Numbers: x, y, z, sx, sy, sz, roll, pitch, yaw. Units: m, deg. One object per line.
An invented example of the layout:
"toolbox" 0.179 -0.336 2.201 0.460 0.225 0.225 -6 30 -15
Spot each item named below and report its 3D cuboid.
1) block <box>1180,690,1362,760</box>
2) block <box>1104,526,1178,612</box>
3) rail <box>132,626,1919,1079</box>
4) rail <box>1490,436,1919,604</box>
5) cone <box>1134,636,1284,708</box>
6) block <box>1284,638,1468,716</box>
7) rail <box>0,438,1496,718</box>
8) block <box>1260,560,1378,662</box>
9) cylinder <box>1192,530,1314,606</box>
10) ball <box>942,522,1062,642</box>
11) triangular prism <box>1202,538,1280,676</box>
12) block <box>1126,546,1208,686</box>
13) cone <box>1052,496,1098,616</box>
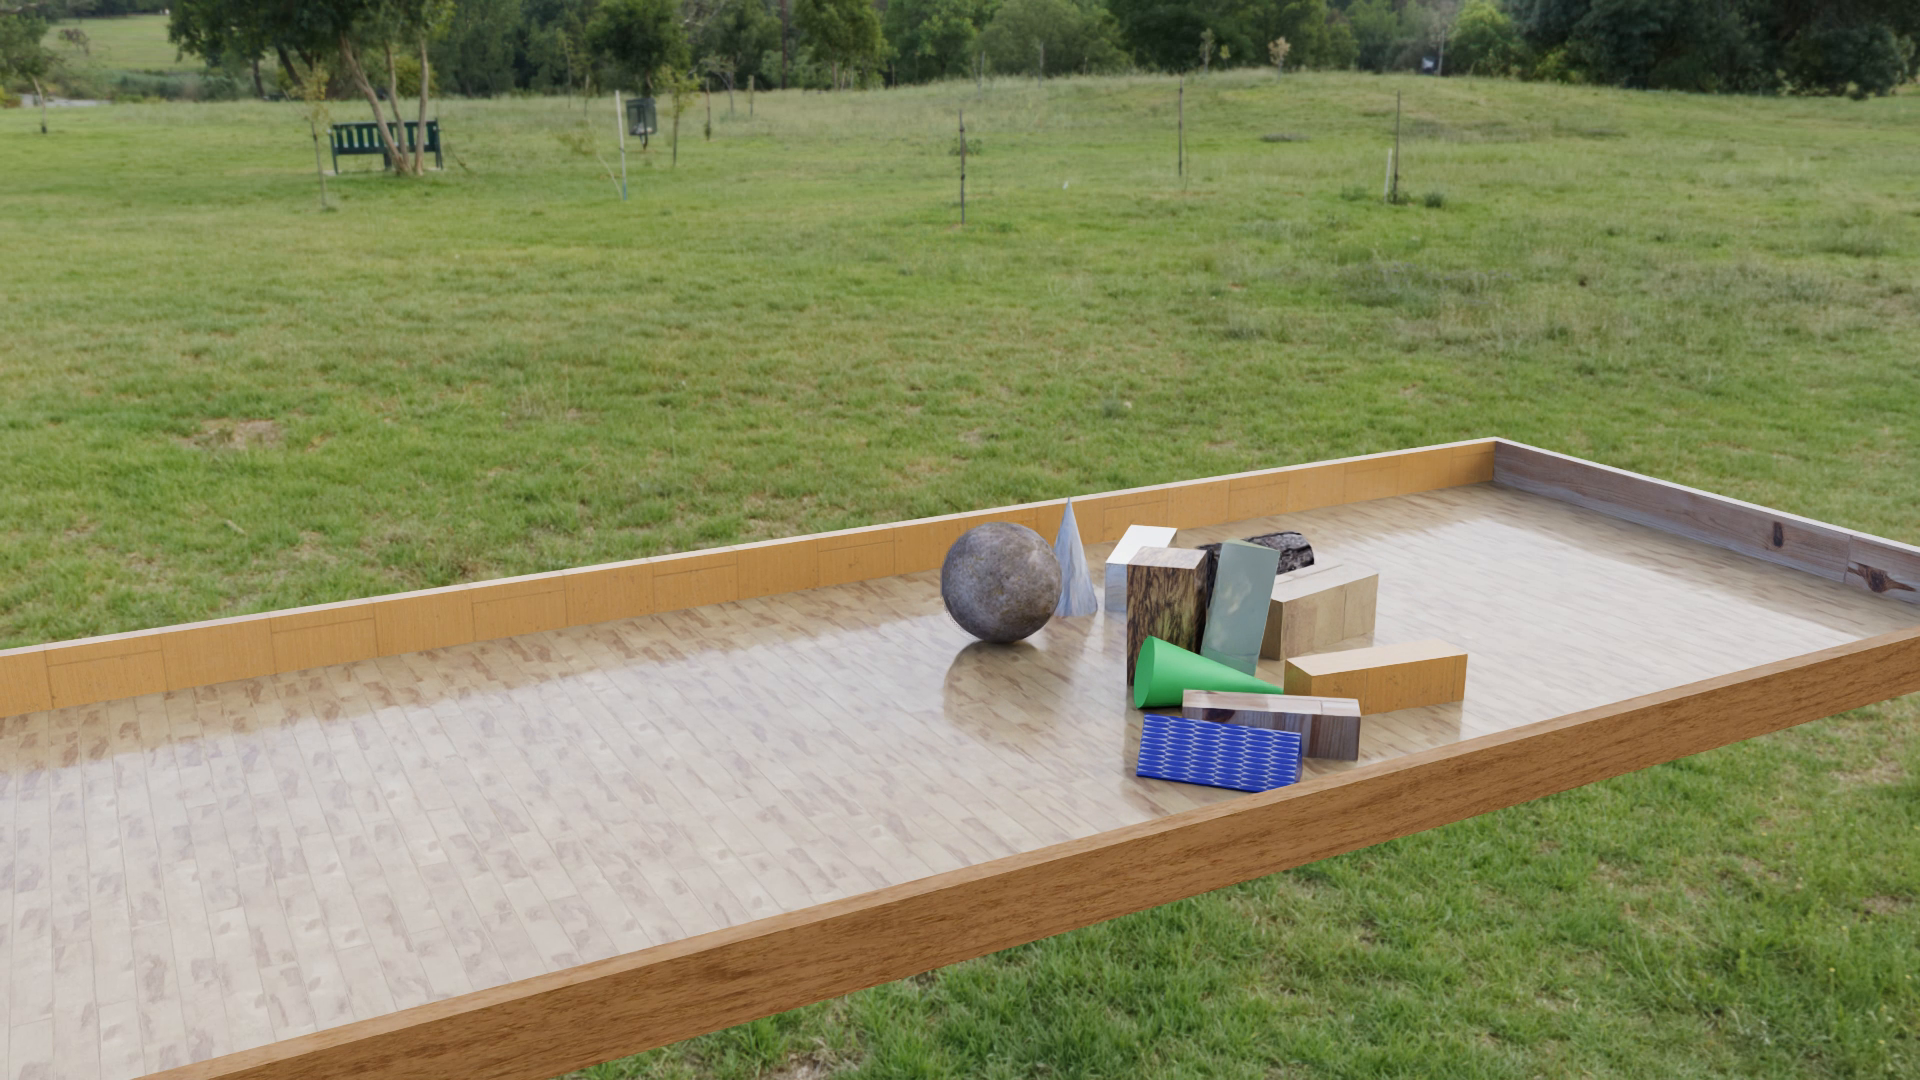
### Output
"block" 0.702 0.419 3.744 0.392 0.105 0.105 3 17 9
"block" 0.532 0.082 4.828 0.141 0.141 0.402 5 17 15
"rail" -2.336 1.006 1.665 12.000 0.150 0.050 -9 18 -27
"rail" 2.466 -0.048 5.253 0.050 0.150 2.100 -9 18 -27
"cone" 0.651 0.354 3.997 0.426 0.176 0.176 10 15 -7
"block" 1.005 0.338 3.991 0.434 0.120 0.120 -6 17 -19
"rail" -3.305 0.497 3.399 12.000 0.150 0.050 -9 18 -27
"block" 0.931 0.185 4.436 0.393 0.162 0.162 -13 21 -37
"cylinder" 0.837 0.082 4.768 0.336 0.174 0.174 -9 19 -27
"ball" 0.111 0.112 4.399 0.324 0.324 0.324 0 16 0
"triangular prism" 0.670 0.177 4.115 0.151 0.352 0.131 9 7 -14
"block" 0.518 0.195 4.124 0.166 0.316 0.166 4 17 19
"cone" 0.306 0.033 4.660 0.178 0.329 0.178 0 16 0
